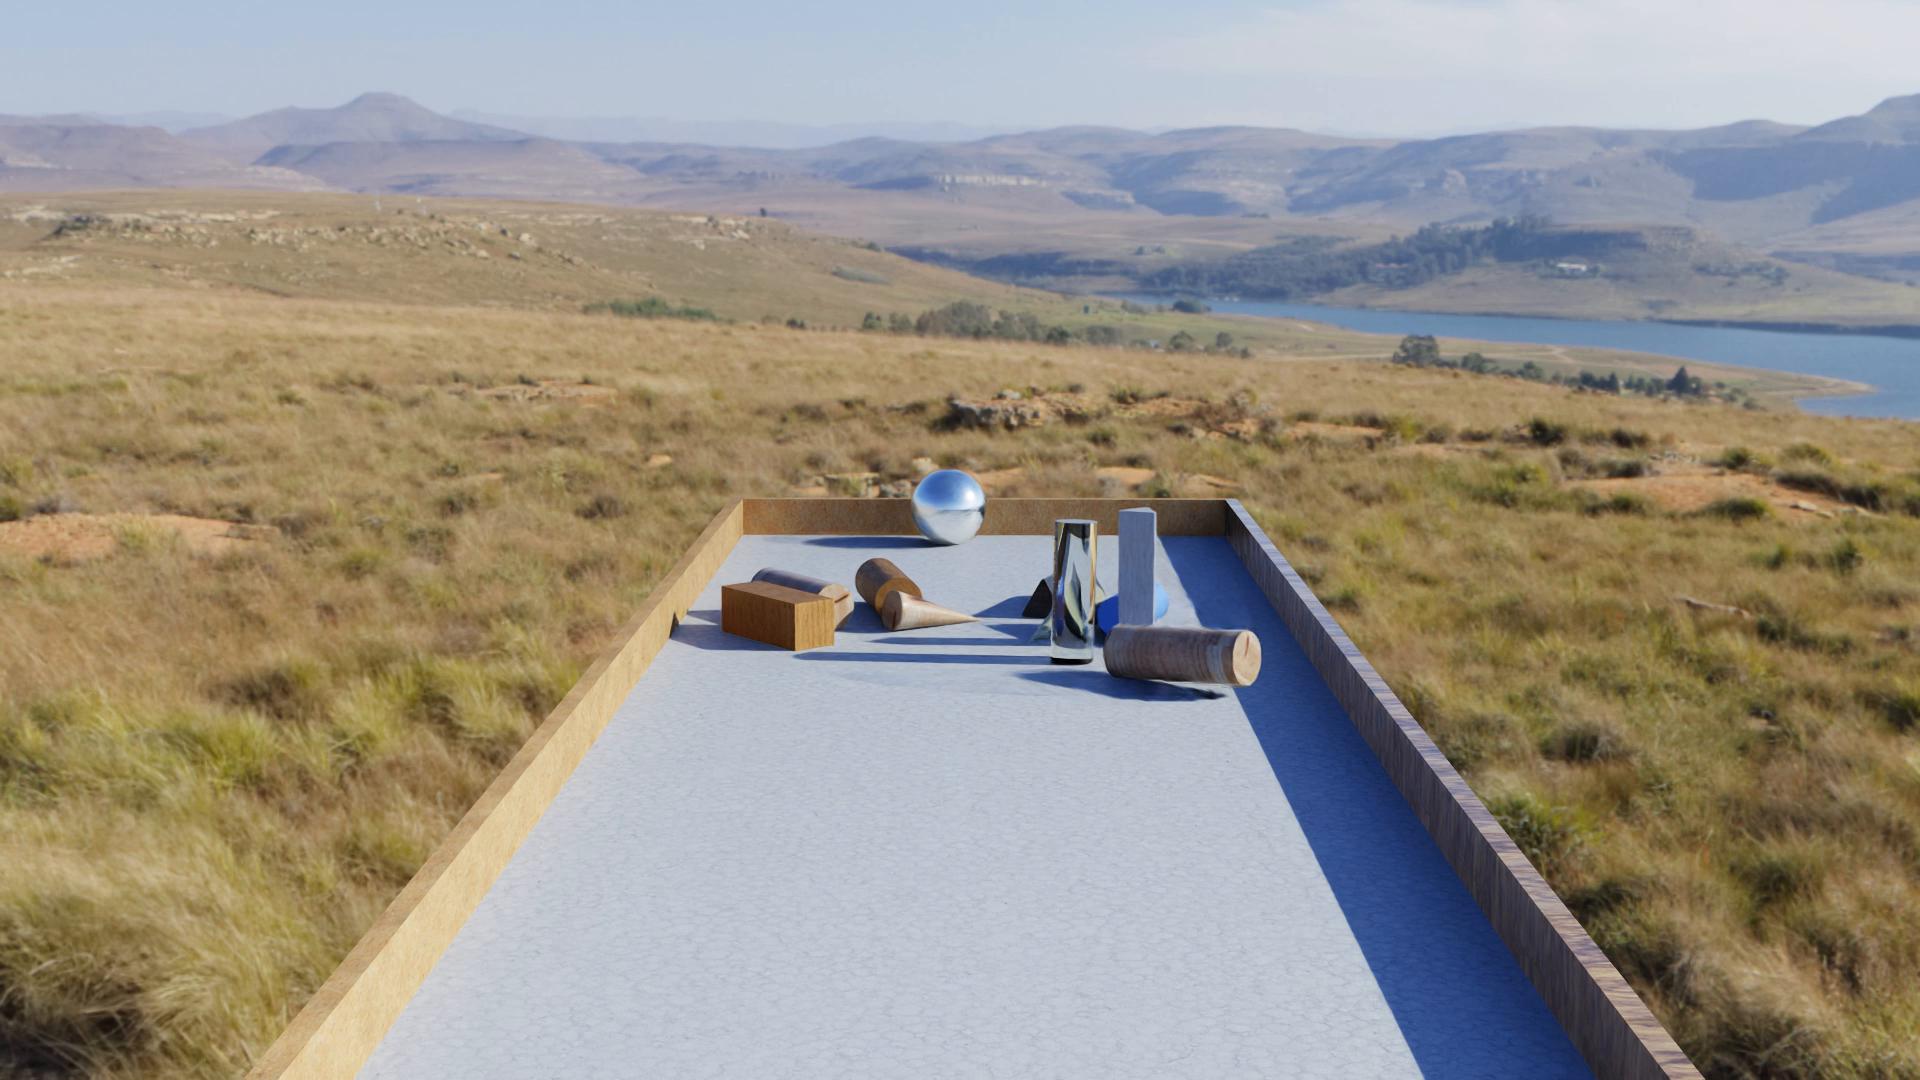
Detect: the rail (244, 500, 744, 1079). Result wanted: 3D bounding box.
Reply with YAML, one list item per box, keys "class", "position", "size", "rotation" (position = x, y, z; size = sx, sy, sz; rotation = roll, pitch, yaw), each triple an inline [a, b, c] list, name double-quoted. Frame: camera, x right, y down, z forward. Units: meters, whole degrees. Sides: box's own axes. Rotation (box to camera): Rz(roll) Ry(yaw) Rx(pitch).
- class: "rail"
  position: [-1.004, 0.839, 3.234]
  size: [0.050, 0.150, 12.000]
  rotation: [0, 9, 1]

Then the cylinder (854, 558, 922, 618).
- class: "cylinder"
  position: [-0.243, 0.171, 7.423]
  size: [0.160, 0.160, 0.409]
  rotation: [-2, 9, -12]

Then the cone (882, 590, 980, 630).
- class: "cone"
  position: [-0.071, 0.248, 7.231]
  size: [0.348, 0.136, 0.136]
  rotation: [8, 4, -29]

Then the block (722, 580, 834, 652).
- class: "block"
  position: [-0.584, 0.240, 7.021]
  size: [0.149, 0.149, 0.413]
  rotation: [-7, 12, -39]

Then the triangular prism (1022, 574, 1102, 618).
- class: "triangular prism"
  position: [0.360, 0.163, 7.543]
  size: [0.149, 0.129, 0.430]
  rotation: [4, 10, 22]

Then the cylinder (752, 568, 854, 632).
- class: "cylinder"
  position: [-0.529, 0.194, 7.288]
  size: [0.156, 0.156, 0.403]
  rotation: [-7, 11, -36]

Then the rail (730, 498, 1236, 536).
- class: "rail"
  position: [0.099, -0.098, 9.147]
  size: [2.100, 0.150, 0.050]
  rotation: [0, 9, 1]

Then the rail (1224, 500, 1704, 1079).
- class: "rail"
  position: [1.046, 0.843, 3.208]
  size: [0.050, 0.150, 12.000]
  rotation: [0, 9, 1]

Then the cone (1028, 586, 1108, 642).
- class: "cone"
  position: [0.317, 0.265, 7.075]
  size: [0.170, 0.170, 0.322]
  rotation: [8, 27, 40]

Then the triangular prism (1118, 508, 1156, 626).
- class: "triangular prism"
  position: [0.572, 0.115, 6.917]
  size: [0.120, 0.427, 0.104]
  rotation: [4, 10, 23]

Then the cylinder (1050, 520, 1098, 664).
- class: "cylinder"
  position: [0.346, 0.154, 6.663]
  size: [0.130, 0.423, 0.130]
  rotation: [1, 6, 0]

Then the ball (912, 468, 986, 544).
- class: "ball"
  position: [-0.046, -0.135, 8.888]
  size: [0.305, 0.305, 0.305]
  rotation: [0, 9, 0]

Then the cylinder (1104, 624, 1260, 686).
- class: "cylinder"
  position: [0.636, 0.329, 6.324]
  size: [0.434, 0.157, 0.157]
  rotation: [1, 8, 38]

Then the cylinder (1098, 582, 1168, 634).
- class: "cylinder"
  position: [0.564, 0.225, 7.143]
  size: [0.140, 0.140, 0.316]
  rotation: [4, 10, 22]
